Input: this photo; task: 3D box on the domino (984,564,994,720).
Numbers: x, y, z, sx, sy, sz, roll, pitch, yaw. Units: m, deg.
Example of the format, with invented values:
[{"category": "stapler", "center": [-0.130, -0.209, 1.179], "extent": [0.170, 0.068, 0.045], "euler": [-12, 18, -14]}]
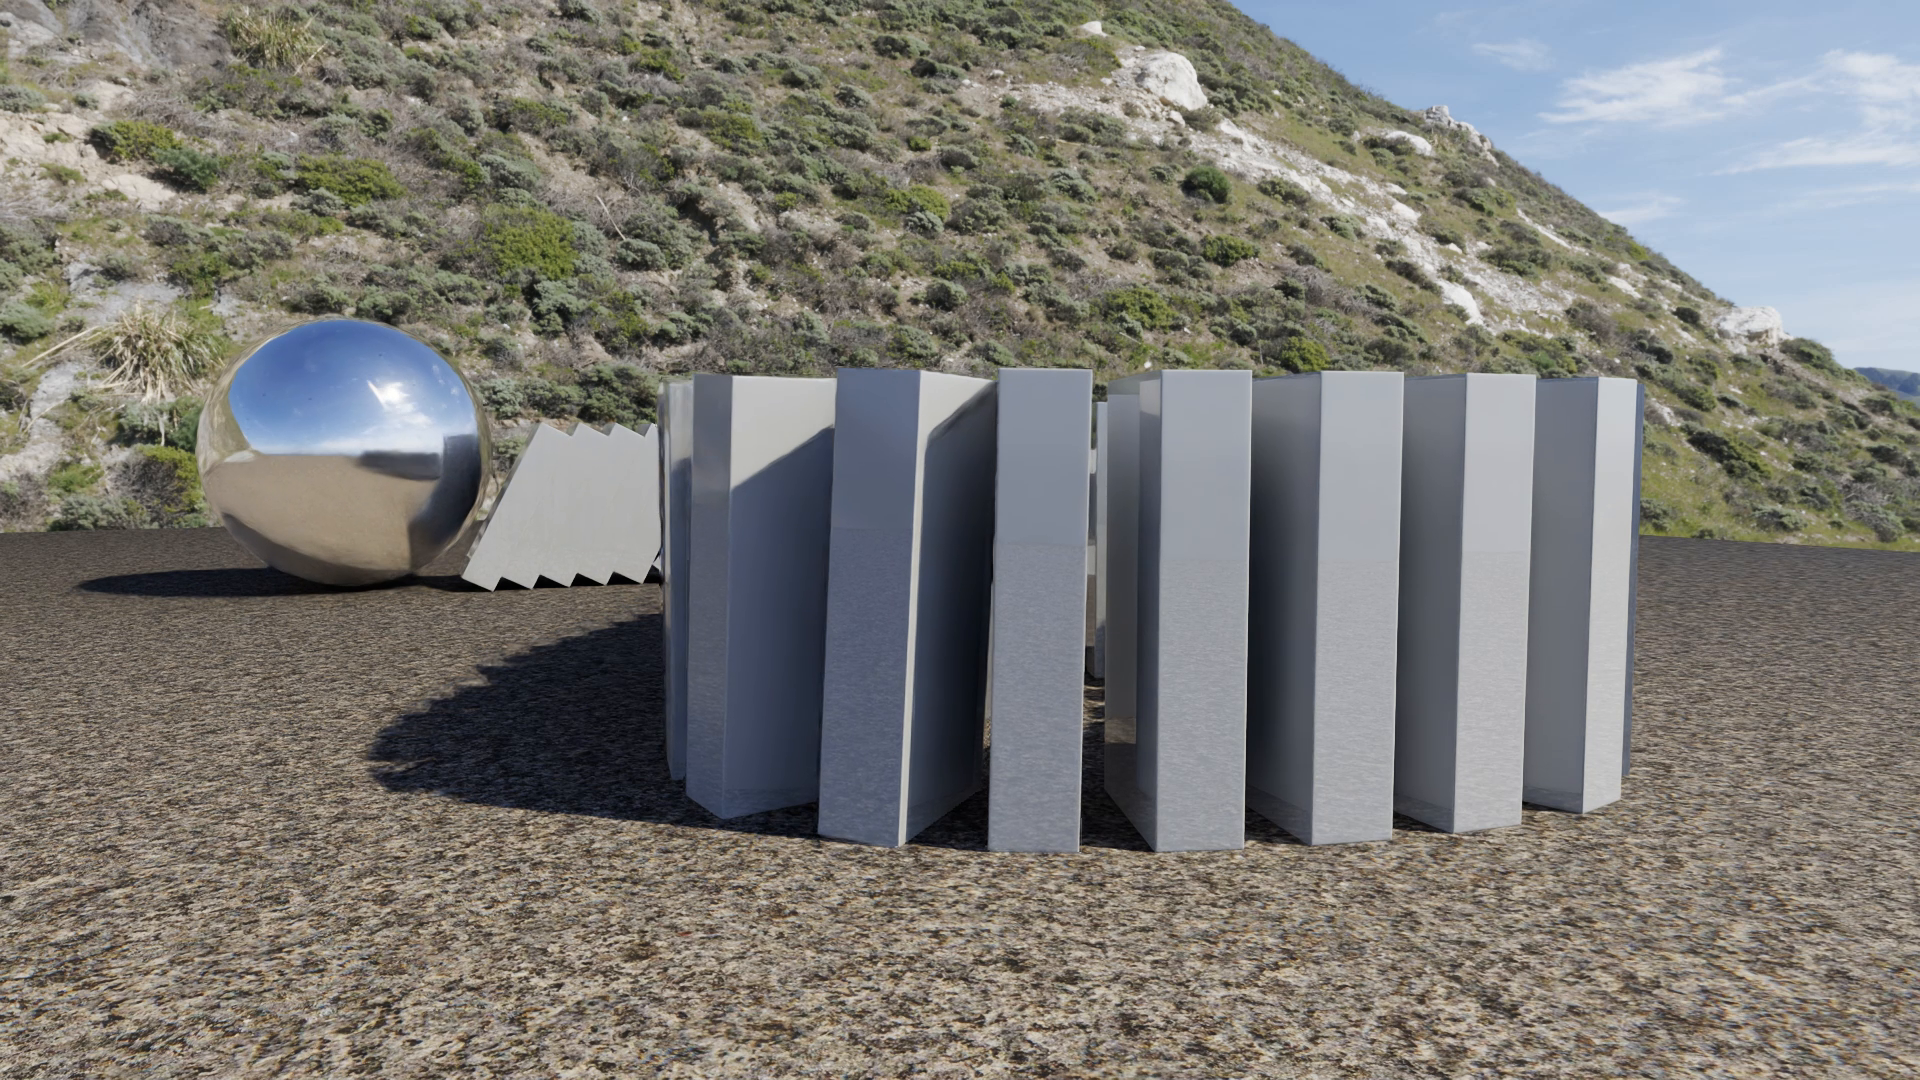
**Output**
[{"category": "domino", "center": [0.000, 0.002, 0.201], "extent": [0.025, 0.050, 0.010], "euler": [0, 4, 0]}]

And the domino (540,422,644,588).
[{"category": "domino", "center": [-0.114, -0.011, 0.392], "extent": [0.009, 0.050, 0.025], "euler": [28, -7, -22]}]

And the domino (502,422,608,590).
[{"category": "domino", "center": [-0.123, -0.011, 0.387], "extent": [0.010, 0.050, 0.025], "euler": [28, -7, -22]}]

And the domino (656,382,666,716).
[{"category": "domino", "center": [-0.029, 0.004, 0.179], "extent": [0.025, 0.050, 0.009], "euler": [-1, 16, -11]}]

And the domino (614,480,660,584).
[{"category": "domino", "center": [-0.095, -0.012, 0.402], "extent": [0.009, 0.050, 0.025], "euler": [28, -7, -22]}]

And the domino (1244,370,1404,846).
[{"category": "domino", "center": [0.039, 0.007, 0.147], "extent": [0.010, 0.050, 0.025], "euler": [-1, 4, -13]}]

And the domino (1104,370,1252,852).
[{"category": "domino", "center": [0.024, 0.007, 0.145], "extent": [0.009, 0.050, 0.025], "euler": [0, 4, -6]}]

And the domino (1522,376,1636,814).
[{"category": "domino", "center": [0.067, 0.006, 0.158], "extent": [0.009, 0.050, 0.025], "euler": [-3, 5, -39]}]

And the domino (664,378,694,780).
[{"category": "domino", "center": [-0.025, 0.005, 0.166], "extent": [0.025, 0.050, 0.009], "euler": [-1, 10, -17]}]

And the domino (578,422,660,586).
[{"category": "domino", "center": [-0.104, -0.012, 0.397], "extent": [0.010, 0.050, 0.025], "euler": [28, -7, -22]}]

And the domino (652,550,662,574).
[{"category": "domino", "center": [-0.081, -0.011, 0.407], "extent": [0.009, 0.050, 0.025], "euler": [39, -11, -20]}]

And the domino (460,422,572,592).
[{"category": "domino", "center": [-0.133, -0.010, 0.382], "extent": [0.010, 0.050, 0.025], "euler": [28, -7, -22]}]

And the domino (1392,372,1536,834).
[{"category": "domino", "center": [0.054, 0.006, 0.151], "extent": [0.009, 0.050, 0.025], "euler": [-2, 5, -21]}]

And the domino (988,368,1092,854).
[{"category": "domino", "center": [0.009, 0.007, 0.144], "extent": [0.010, 0.050, 0.025], "euler": [1, 4, 3]}]

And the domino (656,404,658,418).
[{"category": "domino", "center": [-0.031, 0.003, 0.191], "extent": [0.025, 0.050, 0.010], "euler": [-1, 21, -8]}]

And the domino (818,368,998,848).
[{"category": "domino", "center": [-0.005, 0.006, 0.146], "extent": [0.009, 0.050, 0.025], "euler": [5, 6, 21]}]

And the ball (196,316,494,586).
[{"category": "ball", "center": [-0.182, -0.026, 0.384], "extent": [0.080, 0.080, 0.080], "euler": [0, 4, 0]}]

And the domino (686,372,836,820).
[{"category": "domino", "center": [-0.019, 0.006, 0.153], "extent": [0.025, 0.050, 0.009], "euler": [-3, 10, -37]}]

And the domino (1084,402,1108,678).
[{"category": "domino", "center": [0.028, -0.001, 0.244], "extent": [0.009, 0.050, 0.025], "euler": [0, 4, -4]}]

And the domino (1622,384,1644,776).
[{"category": "domino", "center": [0.076, 0.005, 0.171], "extent": [0.025, 0.050, 0.009], "euler": [2, 5, 20]}]
